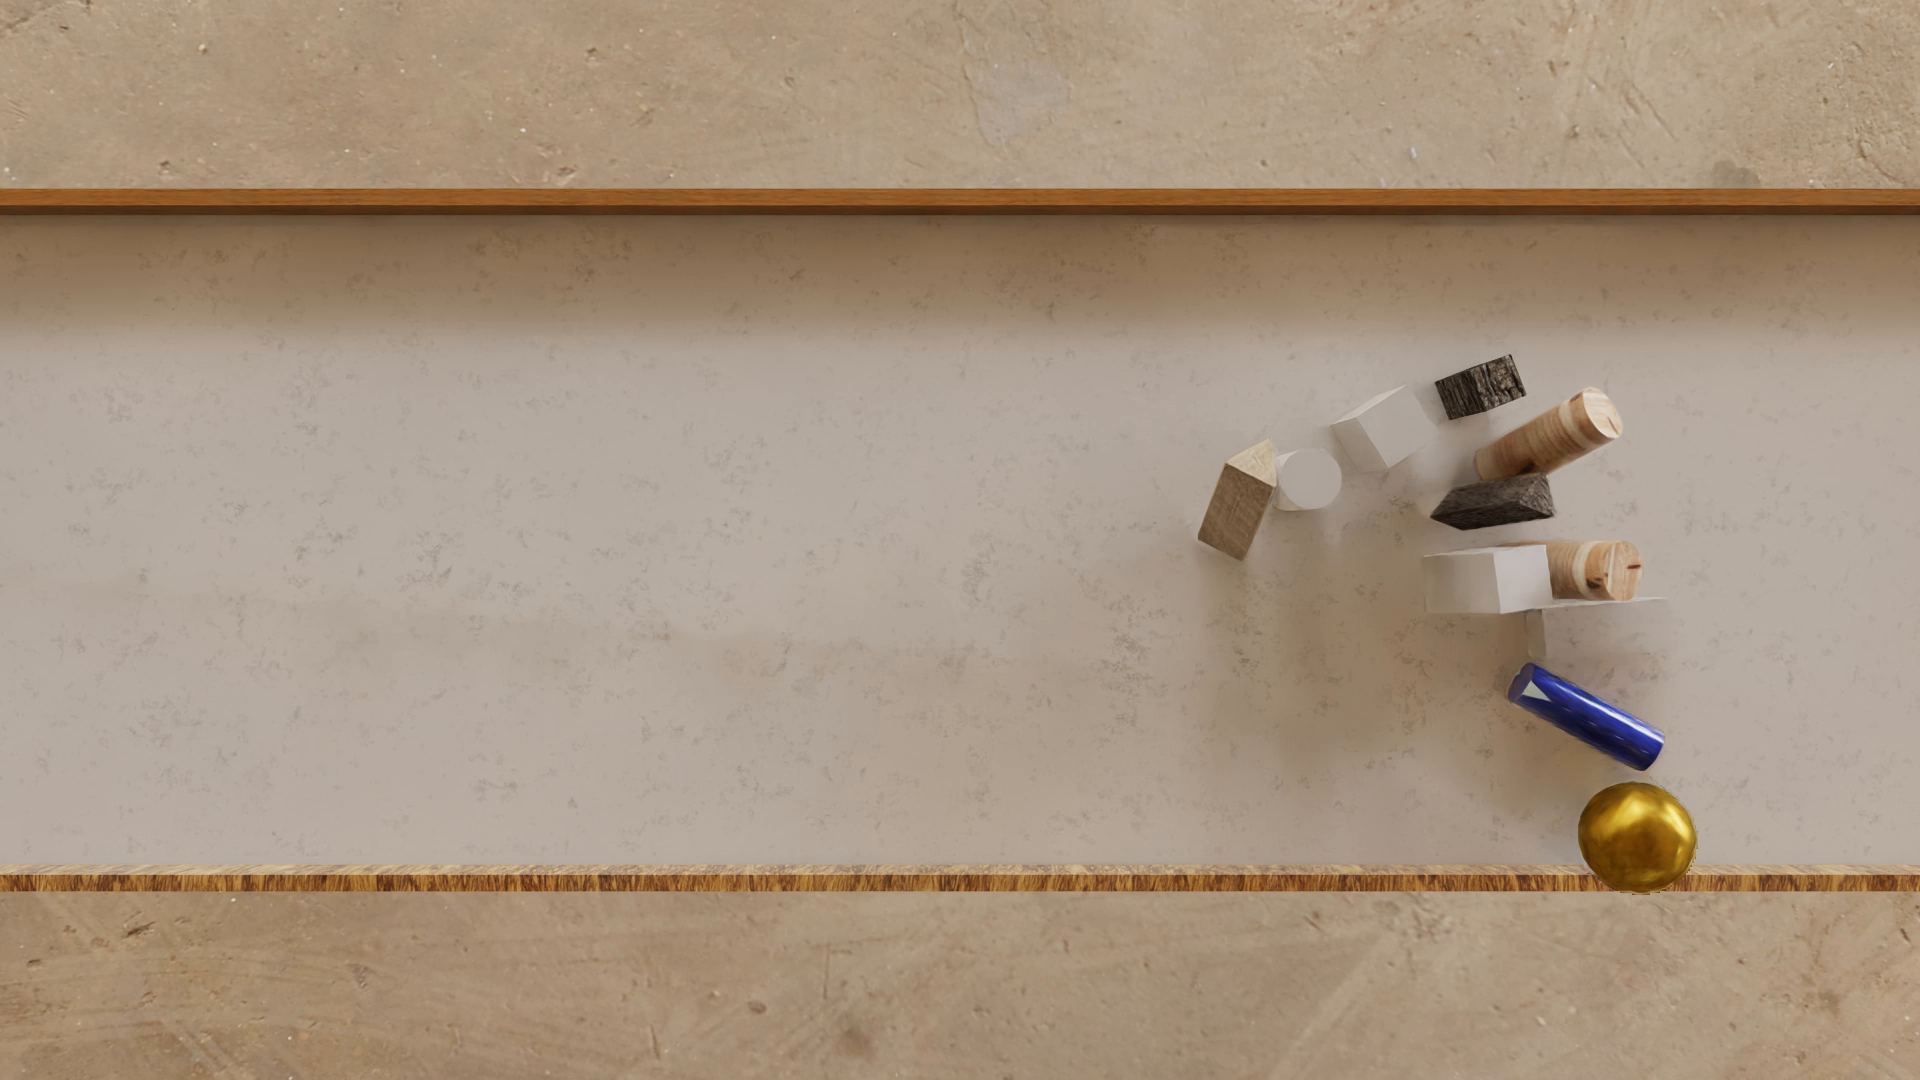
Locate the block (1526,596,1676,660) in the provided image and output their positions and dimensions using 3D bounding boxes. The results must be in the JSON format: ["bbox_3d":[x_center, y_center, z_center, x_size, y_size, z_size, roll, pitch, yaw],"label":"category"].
[{"bbox_3d":[1.938,0.265,5.001,0.388,0.151,0.151,-5,90,0],"label":"block"}]

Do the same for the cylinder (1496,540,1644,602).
[{"bbox_3d":[1.778,0.088,4.854,0.172,0.413,0.172,0,90,-30],"label":"cylinder"}]

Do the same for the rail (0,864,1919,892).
[{"bbox_3d":[-2.247,1.025,5.001,12.000,0.150,0.050,0,90,0],"label":"rail"}]

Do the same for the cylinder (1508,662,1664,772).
[{"bbox_3d":[1.897,0.537,5.008,0.443,0.137,0.137,28,90,0],"label":"cylinder"}]

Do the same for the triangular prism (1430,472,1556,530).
[{"bbox_3d":[1.581,-0.124,4.886,0.132,0.388,0.114,18,78,-21],"label":"triangular prism"}]

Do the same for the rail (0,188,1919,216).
[{"bbox_3d":[-2.247,-1.025,5.002,12.000,0.150,0.050,0,90,0],"label":"rail"}]

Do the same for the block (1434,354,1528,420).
[{"bbox_3d":[1.542,-0.451,4.900,0.127,0.353,0.127,-22,90,0],"label":"block"}]

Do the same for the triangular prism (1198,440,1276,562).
[{"bbox_3d":[0.836,-0.129,4.854,0.156,0.440,0.135,28,63,11],"label":"triangular prism"}]

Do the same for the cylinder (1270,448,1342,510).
[{"bbox_3d":[1.014,-0.178,4.921,0.177,0.312,0.177,0,90,0],"label":"cylinder"}]

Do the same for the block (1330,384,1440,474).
[{"bbox_3d":[1.259,-0.326,4.908,0.174,0.336,0.174,-32,90,0],"label":"block"}]

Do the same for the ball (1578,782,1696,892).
[{"bbox_3d":[1.959,0.860,4.781,0.317,0.317,0.317,0,90,0],"label":"ball"}]

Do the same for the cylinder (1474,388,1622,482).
[{"bbox_3d":[1.734,-0.284,4.877,0.167,0.394,0.167,19,55,-29],"label":"cylinder"}]

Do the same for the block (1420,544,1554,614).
[{"bbox_3d":[1.548,0.118,4.870,0.175,0.379,0.175,-8,90,-17],"label":"block"}]
